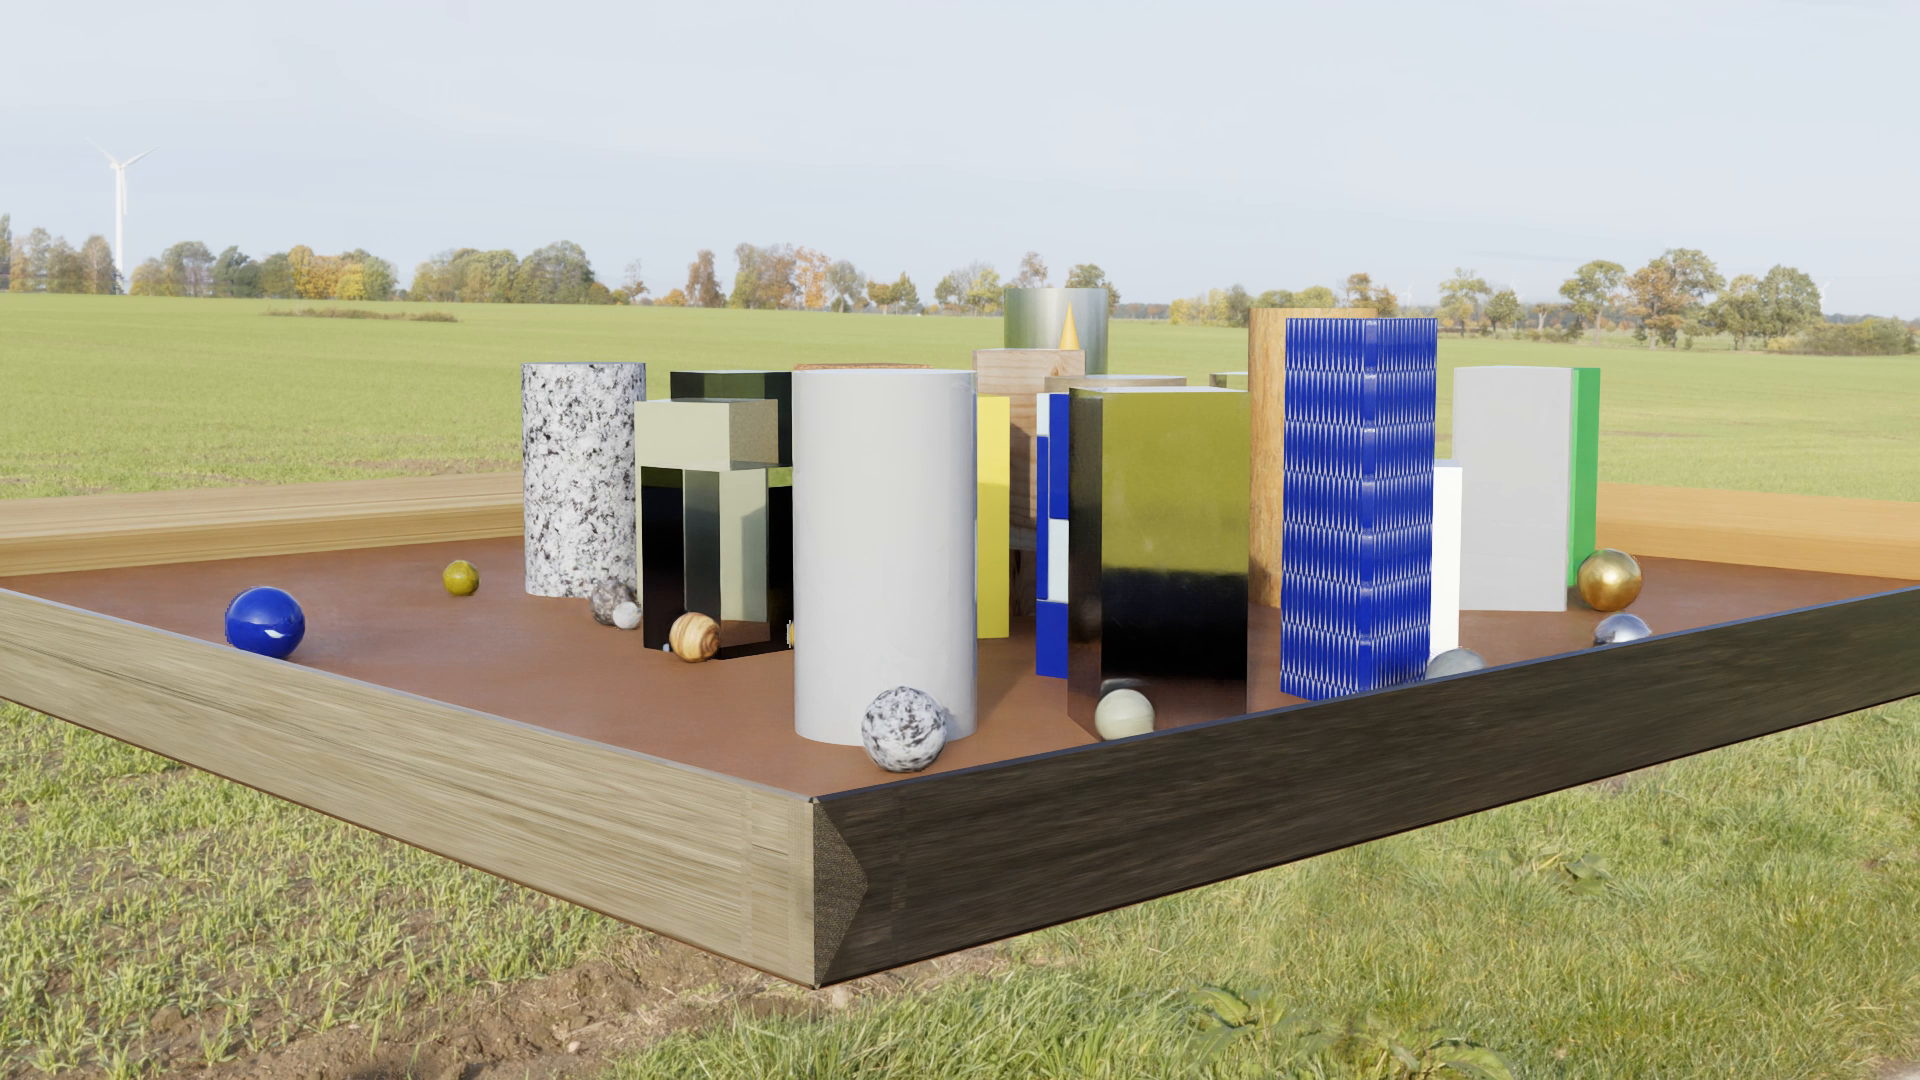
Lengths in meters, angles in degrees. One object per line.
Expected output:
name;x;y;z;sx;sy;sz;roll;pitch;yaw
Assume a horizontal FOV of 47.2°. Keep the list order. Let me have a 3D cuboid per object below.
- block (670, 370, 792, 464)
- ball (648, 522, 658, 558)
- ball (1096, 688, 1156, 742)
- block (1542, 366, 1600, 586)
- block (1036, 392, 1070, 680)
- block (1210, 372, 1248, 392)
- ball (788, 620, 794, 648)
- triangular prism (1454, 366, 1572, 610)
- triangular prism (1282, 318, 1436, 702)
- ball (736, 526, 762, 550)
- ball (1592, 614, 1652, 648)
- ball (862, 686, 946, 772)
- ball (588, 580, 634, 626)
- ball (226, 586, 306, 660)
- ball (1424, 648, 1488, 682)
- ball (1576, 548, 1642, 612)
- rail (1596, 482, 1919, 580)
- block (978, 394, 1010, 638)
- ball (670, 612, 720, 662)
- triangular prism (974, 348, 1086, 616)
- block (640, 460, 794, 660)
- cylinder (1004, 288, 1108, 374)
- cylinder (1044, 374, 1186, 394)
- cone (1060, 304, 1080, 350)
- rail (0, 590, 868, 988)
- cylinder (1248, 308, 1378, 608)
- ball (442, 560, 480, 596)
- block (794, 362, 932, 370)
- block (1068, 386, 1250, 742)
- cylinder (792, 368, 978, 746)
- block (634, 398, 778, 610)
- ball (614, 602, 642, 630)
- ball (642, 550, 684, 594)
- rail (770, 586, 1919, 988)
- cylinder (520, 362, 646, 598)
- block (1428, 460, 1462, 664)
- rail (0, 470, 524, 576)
block;-0.396;-0.126;3.851;0.156;0.337;0.156;-5;8;-41
ball;-0.573;0.000;3.879;0.081;0.081;0.081;0;6;0
ball;0.168;0.182;2.237;0.061;0.061;0.061;0;6;0
block;0.957;-0.109;3.636;0.156;0.349;0.156;3;7;28
block;0.203;-0.007;2.681;0.156;0.344;0.156;5;8;40
block;0.527;-0.120;3.796;0.156;0.335;0.156;3;7;24
ball;-0.186;0.120;2.808;0.066;0.066;0.066;0;6;0
triangular prism;0.823;-0.082;3.323;0.169;0.359;0.146;1;6;7
triangular prism;0.436;-0.035;2.512;0.146;0.435;0.169;4;7;36
ball;-0.392;-0.004;4.083;0.045;0.045;0.045;0;6;0
ball;0.821;0.126;2.725;0.071;0.071;0.071;0;6;0
ball;-0.054;0.183;2.123;0.082;0.082;0.082;0;6;0
ball;-0.492;0.089;3.105;0.064;0.064;0.064;0;6;0
ball;-0.878;0.107;2.784;0.096;0.096;0.096;0;6;0
ball;0.549;0.156;2.428;0.072;0.072;0.072;0;6;0
ball;0.960;0.059;3.250;0.093;0.093;0.093;0;6;0
rail;0.985;-0.062;4.236;0.045;0.127;2.674;-5;8;-42
block;-0.030;-0.036;3.035;0.156;0.327;0.156;-2;6;-16
ball;-0.336;0.123;2.785;0.063;0.063;0.063;0;6;0
triangular prism;0.084;-0.090;3.266;0.169;0.386;0.146;-2;6;-14
block;-0.308;0.022;2.899;0.156;0.241;0.156;5;8;42
cylinder;0.180;-0.229;4.128;0.195;0.483;0.195;0;6;0
cylinder;0.213;-0.049;3.035;0.195;0.353;0.195;0;6;0
cone;0.177;-0.159;3.569;0.195;0.460;0.195;0;6;0
rail;-0.985;0.128;2.428;0.045;0.127;2.674;-5;8;-42
cylinder;0.536;-0.129;3.354;0.195;0.446;0.195;0;6;0
ball;-0.775;0.060;3.418;0.057;0.057;0.057;0;6;0
block;-0.147;-0.084;3.326;0.156;0.362;0.156;-3;7;-29
block;0.208;0.020;2.339;0.156;0.361;0.156;-1;6;-10
cylinder;-0.079;0.012;2.325;0.195;0.380;0.195;0;6;0
block;-0.376;-0.053;3.280;0.156;0.310;0.156;2;6;22
ball;-0.463;0.105;3.063;0.041;0.041;0.041;0;6;0
ball;-0.457;0.049;3.386;0.067;0.067;0.067;0;6;0
rail;0.891;0.134;2.372;2.727;0.127;0.045;-5;8;-42
cylinder;-0.595;-0.100;3.493;0.195;0.360;0.195;0;6;0
block;0.562;0.024;2.840;0.156;0.249;0.156;1;6;10
rail;-0.891;-0.068;4.292;2.727;0.127;0.045;-5;8;-42
